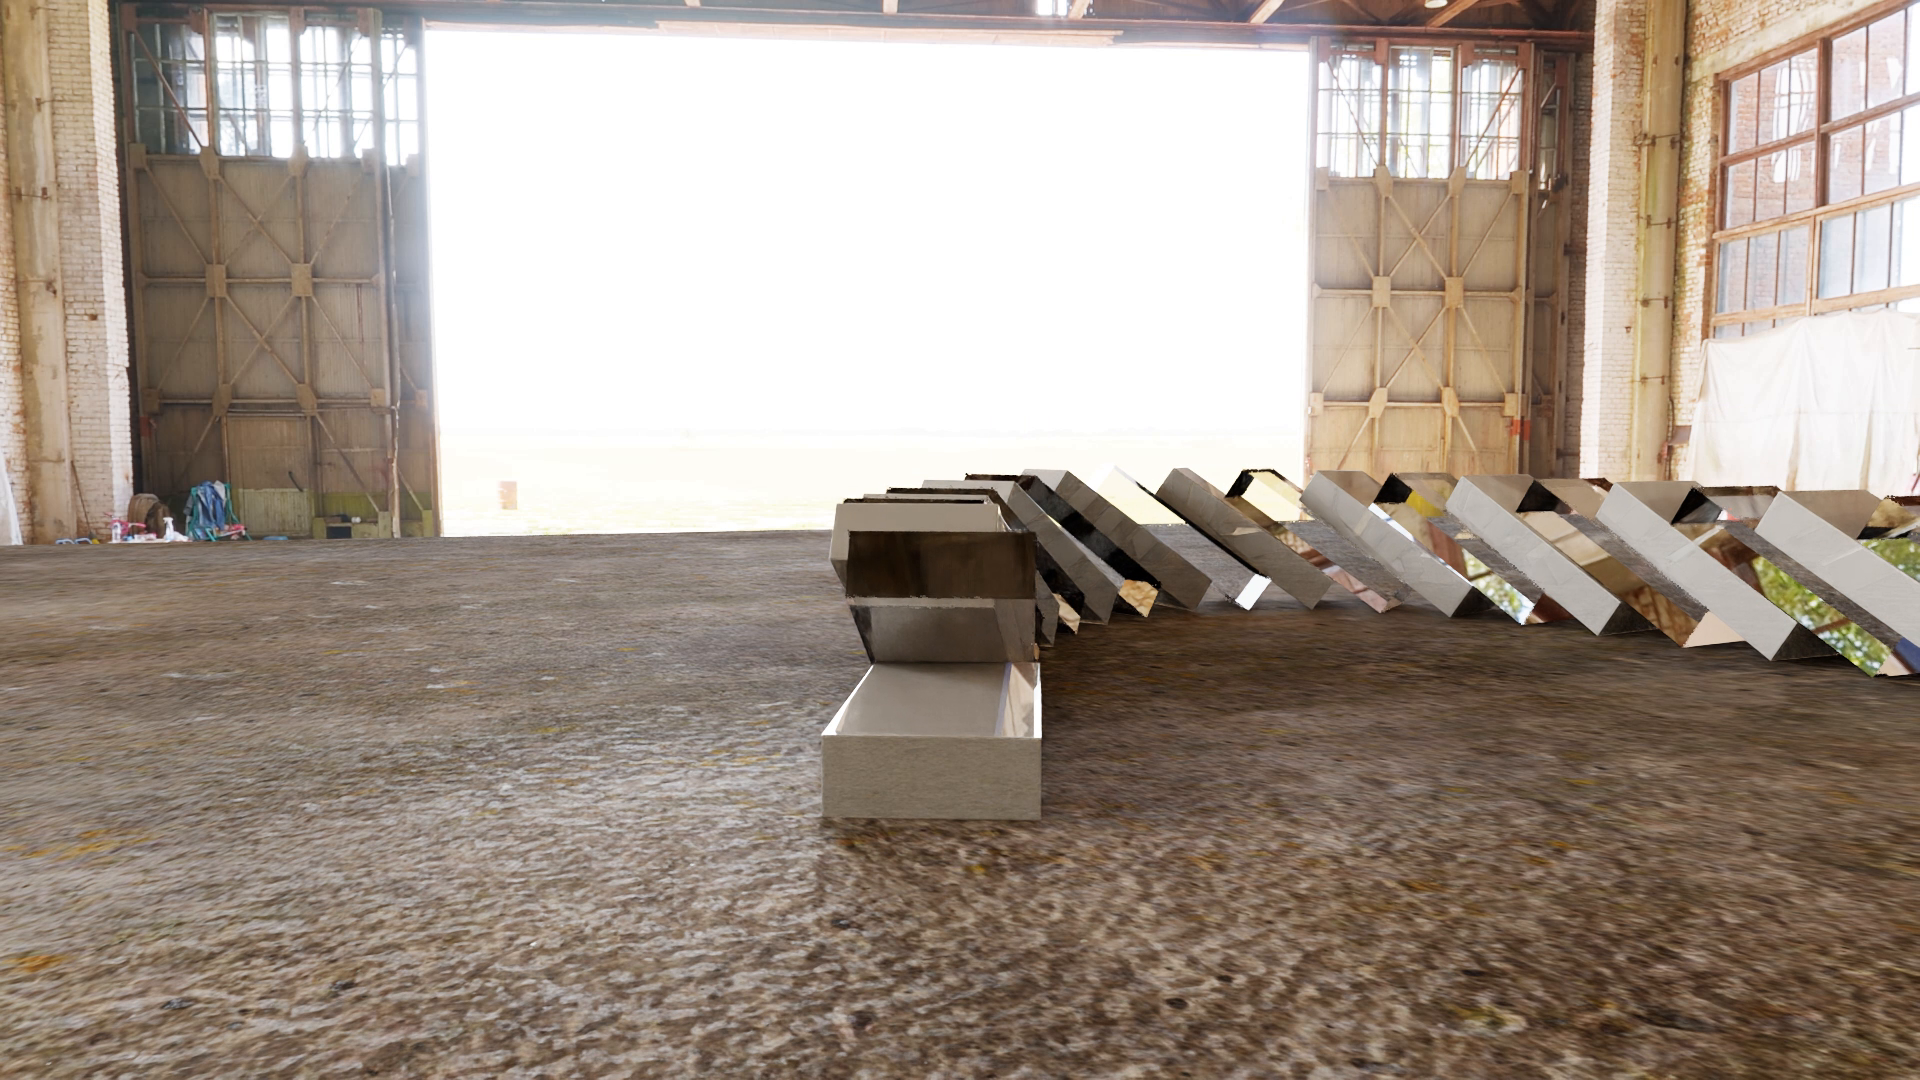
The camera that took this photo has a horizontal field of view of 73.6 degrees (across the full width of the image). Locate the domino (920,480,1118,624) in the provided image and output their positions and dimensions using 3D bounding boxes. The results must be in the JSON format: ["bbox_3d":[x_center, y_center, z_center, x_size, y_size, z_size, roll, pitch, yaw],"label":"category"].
[{"bbox_3d":[0.013,0.003,0.294,0.025,0.009,0.050,3,-27,38],"label":"domino"}]

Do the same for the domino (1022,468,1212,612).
[{"bbox_3d":[0.038,0.000,0.328,0.050,0.009,0.025,35,-9,-20],"label":"domino"}]

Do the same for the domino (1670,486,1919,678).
[{"bbox_3d":[0.171,0.007,0.255,0.025,0.009,0.050,-2,35,-22],"label":"domino"}]

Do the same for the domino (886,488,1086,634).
[{"bbox_3d":[0.006,0.005,0.275,0.025,0.009,0.050,2,-26,30],"label":"domino"}]

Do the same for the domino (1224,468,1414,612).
[{"bbox_3d":[0.096,-0.001,0.341,0.050,0.010,0.025,40,22,23],"label":"domino"}]

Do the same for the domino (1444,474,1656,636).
[{"bbox_3d":[0.143,0.002,0.306,0.025,0.009,0.050,-2,37,-30],"label":"domino"}]

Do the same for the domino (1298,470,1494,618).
[{"bbox_3d":[0.115,0.000,0.333,0.025,0.009,0.050,-3,38,-46],"label":"domino"}]

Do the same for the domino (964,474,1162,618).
[{"bbox_3d":[0.024,0.001,0.312,0.050,0.009,0.025,38,-20,-34],"label":"domino"}]

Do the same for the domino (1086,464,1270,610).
[{"bbox_3d":[0.056,-0.001,0.339,0.050,0.009,0.025,36,2,-4],"label":"domino"}]

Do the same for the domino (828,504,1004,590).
[{"bbox_3d":[-0.004,0.010,0.214,0.025,0.009,0.050,1,-26,9],"label":"domino"}]

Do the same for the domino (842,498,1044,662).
[{"bbox_3d":[-0.002,0.008,0.235,0.025,0.009,0.050,1,-26,17],"label":"domino"}]

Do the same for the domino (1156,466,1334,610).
[{"bbox_3d":[0.077,-0.001,0.344,0.050,0.010,0.025,37,14,12],"label":"domino"}]

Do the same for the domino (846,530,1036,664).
[{"bbox_3d":[-0.001,0.013,0.193,0.025,0.010,0.050,0,-22,3],"label":"domino"}]

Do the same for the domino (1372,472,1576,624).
[{"bbox_3d":[0.131,0.001,0.321,0.025,0.009,0.050,-2,37,-36],"label":"domino"}]

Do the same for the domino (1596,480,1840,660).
[{"bbox_3d":[0.164,0.005,0.273,0.025,0.009,0.050,-2,36,-22],"label":"domino"}]

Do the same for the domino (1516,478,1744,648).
[{"bbox_3d":[0.154,0.004,0.289,0.025,0.009,0.050,-2,36,-27],"label":"domino"}]

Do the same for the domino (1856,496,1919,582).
[{"bbox_3d":[0.185,0.010,0.219,0.025,0.010,0.050,-2,34,-22],"label":"domino"}]

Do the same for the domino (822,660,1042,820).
[{"bbox_3d":[-0.002,0.025,0.170,0.025,0.010,0.050,0,4,3],"label":"domino"}]

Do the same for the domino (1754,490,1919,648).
[{"bbox_3d":[0.178,0.008,0.237,0.025,0.010,0.050,-2,35,-22],"label":"domino"}]

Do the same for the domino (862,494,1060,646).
[{"bbox_3d":[0.001,0.007,0.255,0.025,0.010,0.050,2,-25,22],"label":"domino"}]
